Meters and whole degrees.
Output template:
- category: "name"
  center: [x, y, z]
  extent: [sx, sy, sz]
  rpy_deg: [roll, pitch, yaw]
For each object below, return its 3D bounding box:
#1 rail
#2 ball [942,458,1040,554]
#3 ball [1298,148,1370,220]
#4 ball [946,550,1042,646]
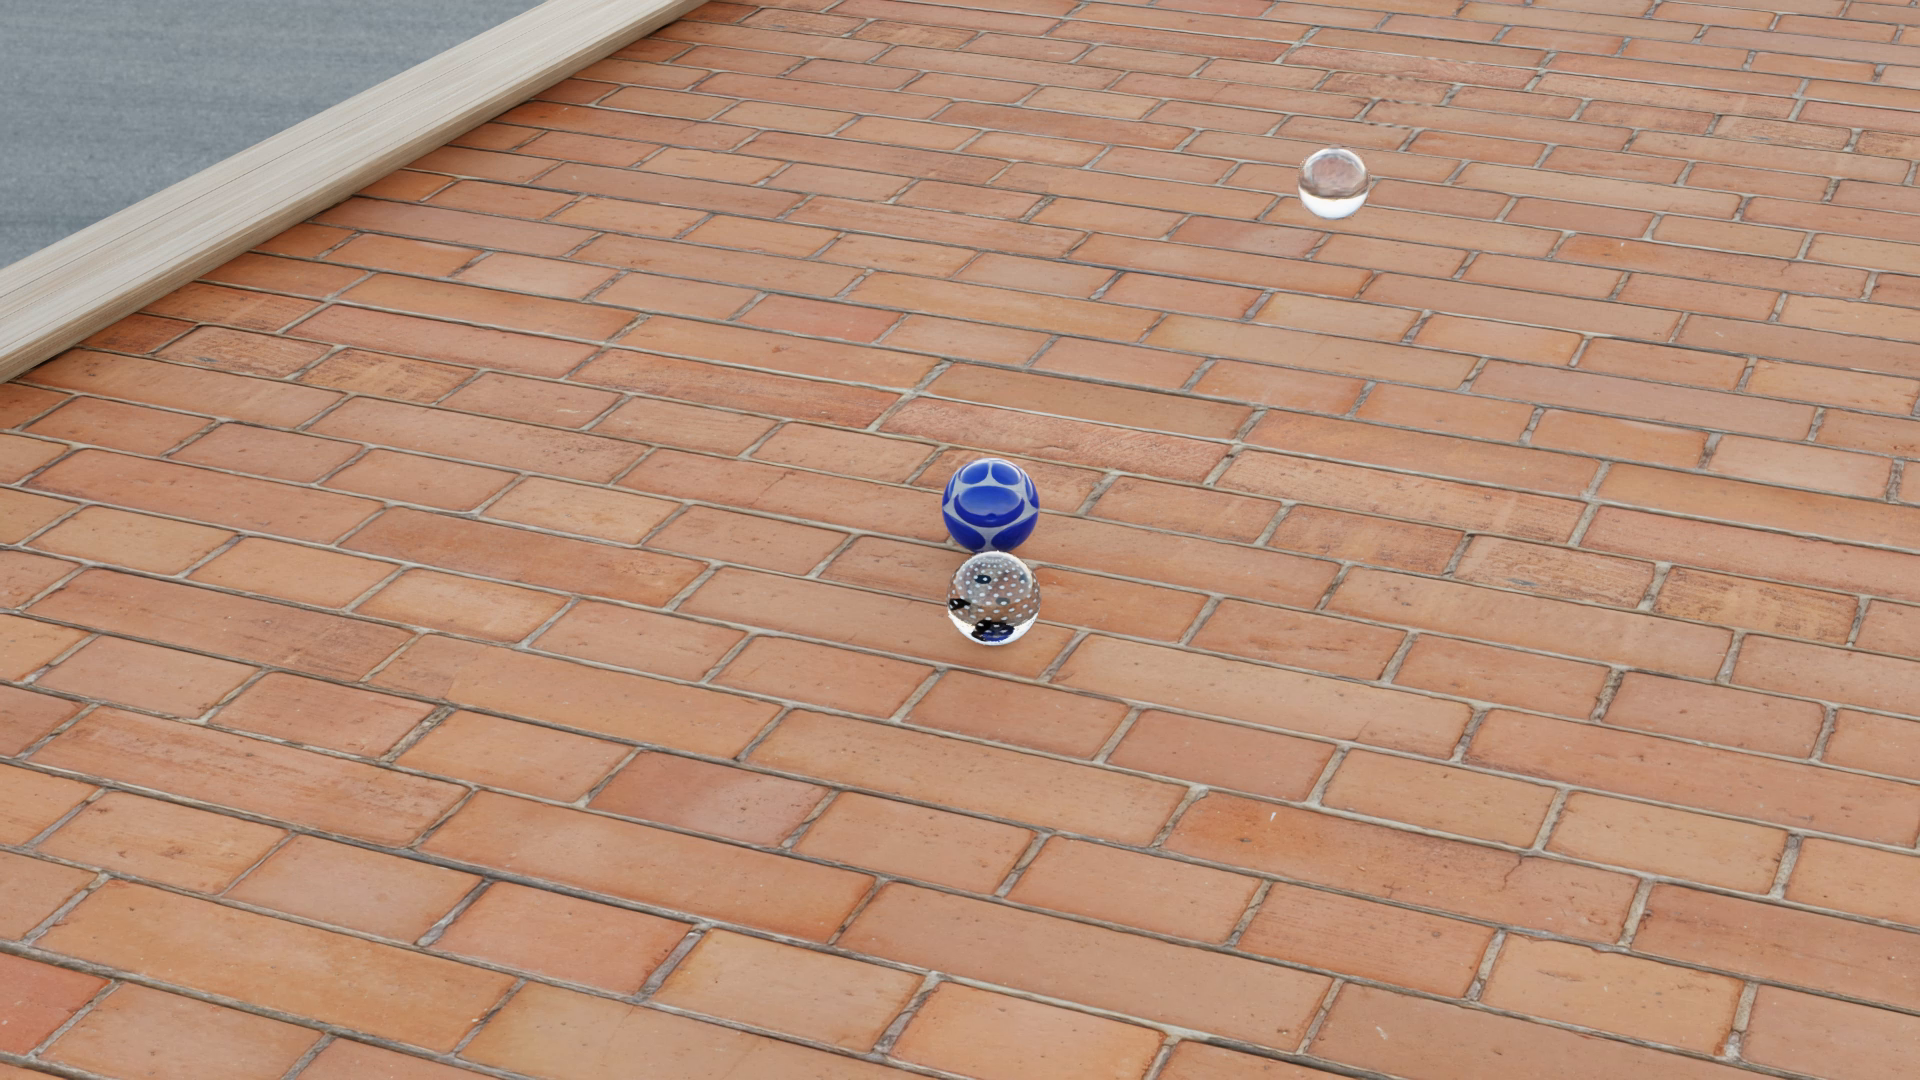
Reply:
- category: "rail"
  center: [-0.415, -0.435, 2.748]
  extent: [0.045, 0.083, 3.036]
  rpy_deg: [10, 27, 20]
- category: "ball"
  center: [0.020, -0.022, 1.901]
  extent: [0.064, 0.064, 0.064]
  rpy_deg: [0, 25, 0]
- category: "ball"
  center: [0.317, -0.302, 2.495]
  extent: [0.060, 0.060, 0.060]
  rpy_deg: [0, 25, 0]
- category: "ball"
  center: [0.021, 0.035, 1.787]
  extent: [0.058, 0.058, 0.058]
  rpy_deg: [0, 25, 0]
